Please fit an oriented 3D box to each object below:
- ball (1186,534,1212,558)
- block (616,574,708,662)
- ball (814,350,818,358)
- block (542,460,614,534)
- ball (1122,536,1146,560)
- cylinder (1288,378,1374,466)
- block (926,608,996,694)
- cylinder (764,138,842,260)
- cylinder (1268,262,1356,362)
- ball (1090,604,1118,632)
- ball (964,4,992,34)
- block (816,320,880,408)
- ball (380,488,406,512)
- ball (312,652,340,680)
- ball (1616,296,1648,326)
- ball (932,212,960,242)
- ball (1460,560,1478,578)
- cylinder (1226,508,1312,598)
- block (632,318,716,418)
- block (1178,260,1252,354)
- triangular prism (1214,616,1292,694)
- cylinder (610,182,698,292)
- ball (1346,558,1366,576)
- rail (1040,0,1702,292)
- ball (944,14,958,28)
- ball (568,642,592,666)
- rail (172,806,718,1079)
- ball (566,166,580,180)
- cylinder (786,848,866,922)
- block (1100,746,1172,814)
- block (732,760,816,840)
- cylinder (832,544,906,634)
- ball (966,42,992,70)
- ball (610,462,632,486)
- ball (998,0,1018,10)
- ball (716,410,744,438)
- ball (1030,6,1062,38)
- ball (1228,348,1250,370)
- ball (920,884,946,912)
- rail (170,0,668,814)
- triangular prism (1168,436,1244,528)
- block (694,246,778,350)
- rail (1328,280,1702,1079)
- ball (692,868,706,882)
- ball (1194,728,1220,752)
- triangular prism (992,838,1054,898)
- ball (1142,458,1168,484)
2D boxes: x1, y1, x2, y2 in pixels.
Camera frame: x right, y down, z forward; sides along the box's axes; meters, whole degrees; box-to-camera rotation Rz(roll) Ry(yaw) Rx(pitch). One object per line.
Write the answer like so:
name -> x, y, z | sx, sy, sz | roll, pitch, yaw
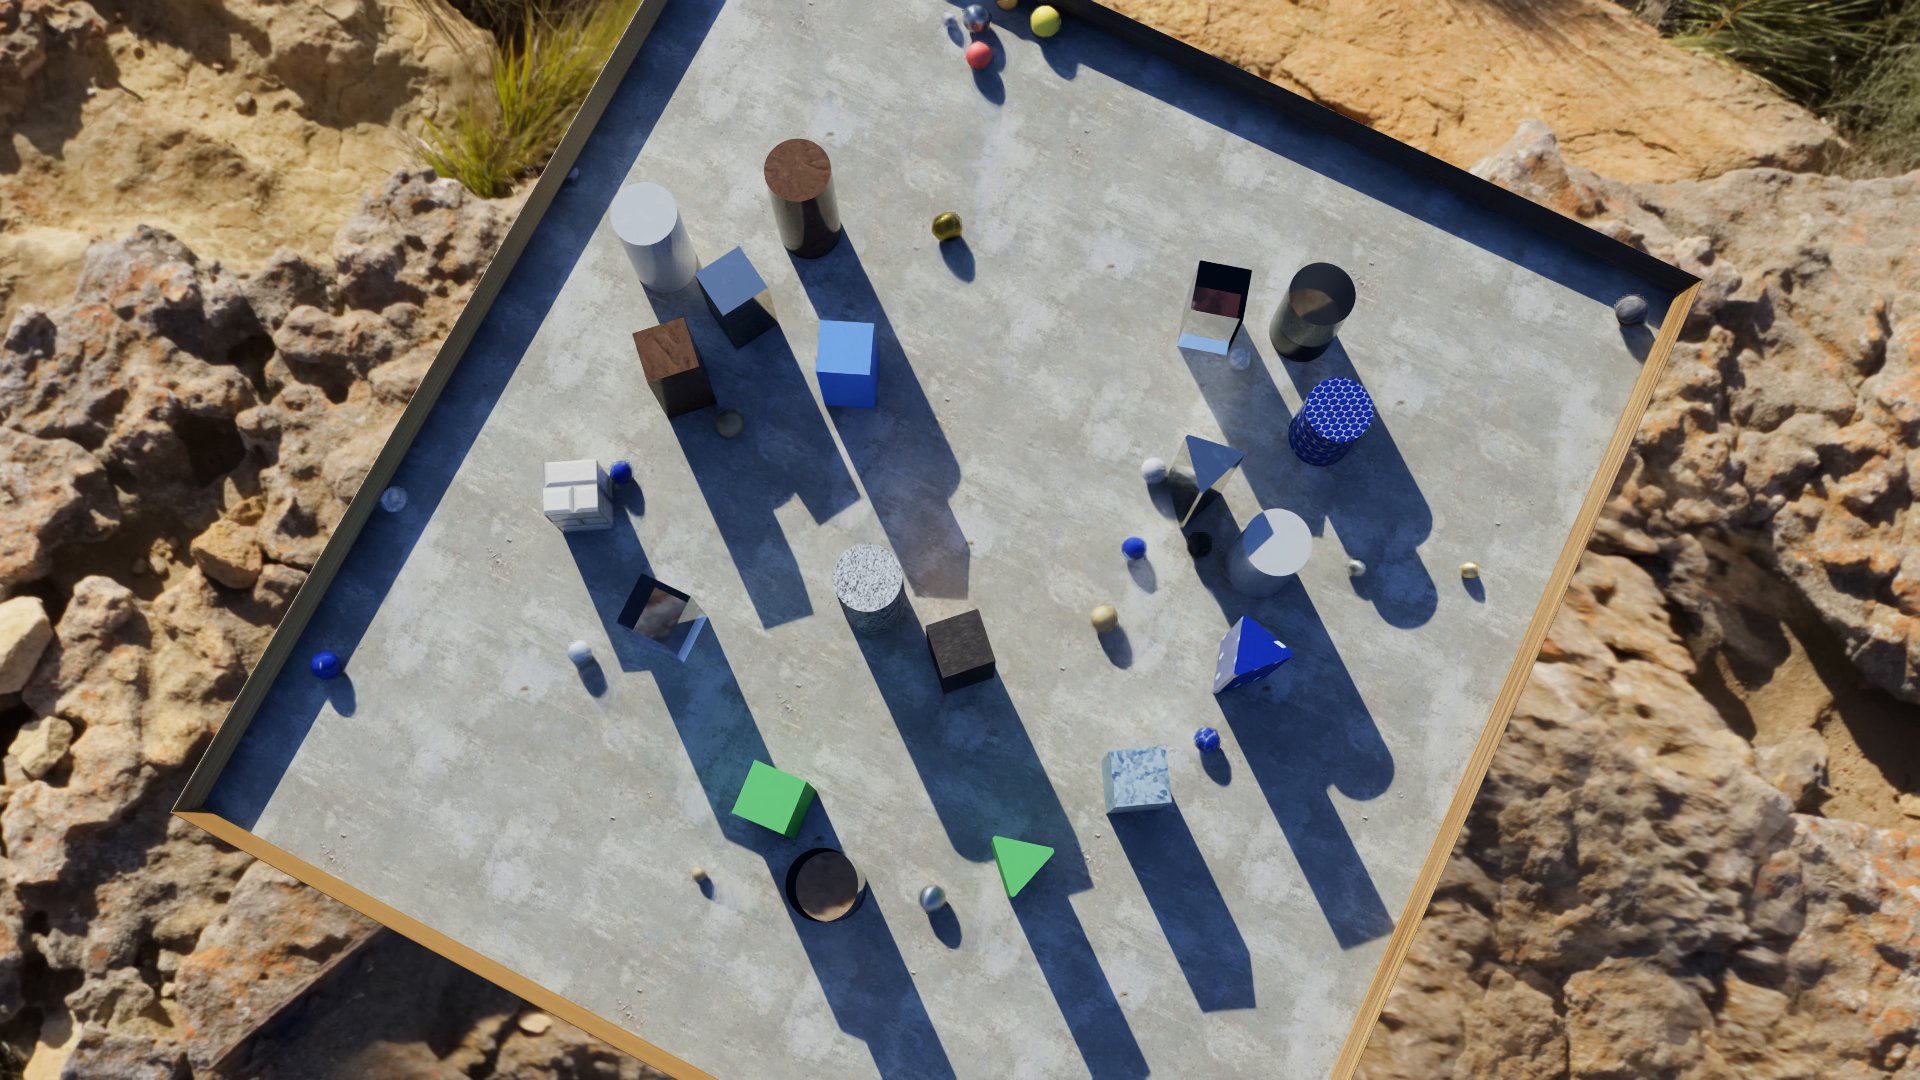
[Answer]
ball -> 0.729, 0.018, 5.573 | 0.077, 0.077, 0.077 | 0, 78, 0
block -> -0.872, 0.232, 5.389 | 0.158, 0.351, 0.158 | 25, 79, 5
ball -> -0.432, -0.574, 5.713 | 0.043, 0.043, 0.043 | 0, 78, 0
block -> -1.146, -0.130, 5.513 | 0.158, 0.256, 0.158 | -4, 78, -1
ball -> 0.527, 0.027, 5.574 | 0.073, 0.073, 0.073 | 0, 78, 0
cylinder -> 1.116, -0.354, 5.536 | 0.197, 0.302, 0.197 | 0, 78, 0
block -> 0.002, 0.329, 5.360 | 0.158, 0.369, 0.158 | -18, 79, -4
cylinder -> -0.475, -1.034, 5.588 | 0.197, 0.474, 0.197 | 0, 78, 0
cylinder -> 1.069, -0.689, 5.577 | 0.197, 0.357, 0.197 | 0, 78, 0
ball -> 0.436, 0.236, 5.525 | 0.083, 0.083, 0.083 | 0, 78, 0
ball -> 0.056, -1.684, 5.919 | 0.091, 0.091, 0.091 | 0, 78, 0
block -> -0.337, -0.528, 5.543 | 0.158, 0.358, 0.158 | 4, 78, 1
ball -> -1.733, -0.122, 5.603 | 0.075, 0.075, 0.075 | 0, 78, 0
ball -> -1.901, 0.378, 5.496 | 0.083, 0.083, 0.083 | 0, 78, 0
ball -> 2.094, -0.713, 5.715 | 0.096, 0.096, 0.096 | 0, 78, 0
ball -> -0.043, -0.984, 5.773 | 0.092, 0.092, 0.092 | 0, 78, 0
ball -> 1.547, 0.090, 5.570 | 0.055, 0.055, 0.055 | 0, 78, 0
cylinder -> 0.910, 0.043, 5.422 | 0.197, 0.363, 0.197 | 0, 78, 0
block -> -0.856, -0.513, 5.522 | 0.158, 0.393, 0.158 | -18, 79, -4
block -> 0.773, -0.704, 5.586 | 0.158, 0.346, 0.158 | 11, 79, 2
triangular prism -> 0.820, 0.323, 5.322 | 0.171, 0.446, 0.148 | -19, 79, -4
cylinder -> -0.930, -0.917, 5.594 | 0.197, 0.417, 0.197 | 0, 78, 0
ball -> 1.203, 0.082, 5.570 | 0.058, 0.058, 0.058 | 0, 78, 0
rail -> 0.774, -1.509, 5.862 | 3.374, 0.128, 0.045 | 26, 80, 5
ball -> -0.031, -1.684, 5.942 | 0.046, 0.046, 0.046 | 0, 78, 0
ball -> -1.142, 0.341, 5.510 | 0.072, 0.072, 0.072 | 0, 78, 0
rail -> -0.774, 1.523, 5.235 | 3.374, 0.128, 0.045 | 26, 80, 5
ball -> -1.234, -1.168, 5.837 | 0.041, 0.041, 0.041 | 0, 78, 0
cylinder -> -0.373, 0.978, 5.176 | 0.197, 0.466, 0.197 | 0, 78, 0
block -> 0.506, 0.696, 5.299 | 0.158, 0.340, 0.158 | -5, 78, -1
block -> -0.531, 0.752, 5.277 | 0.158, 0.361, 0.158 | 22, 79, 4
cylinder -> -0.262, 0.147, 5.379 | 0.197, 0.406, 0.197 | 0, 78, 0
ball -> 0.061, -1.558, 5.896 | 0.084, 0.084, 0.084 | 0, 78, 0
ball -> -1.040, -0.203, 5.624 | 0.069, 0.069, 0.069 | 0, 78, 0
ball -> 0.155, -1.755, 5.944 | 0.069, 0.069, 0.069 | 0, 78, 0
ball -> -0.709, -0.360, 5.647 | 0.086, 0.086, 0.086 | 0, 78, 0
ball -> 0.277, -1.672, 5.912 | 0.099, 0.099, 0.099 | 0, 78, 0
ball -> 0.870, -0.561, 5.699 | 0.067, 0.067, 0.067 | 0, 78, 0
ball -> -0.080, 1.048, 5.359 | 0.080, 0.080, 0.080 | 0, 78, 0
rail -> -1.488, -0.722, 5.699 | 0.045, 0.128, 3.509 | 26, 80, 5
triangular prism -> 0.691, -0.193, 5.409 | 0.171, 0.484, 0.148 | -42, 81, -8
block -> -0.679, -0.735, 5.598 | 0.158, 0.334, 0.158 | -34, 80, -7
rail -> 1.488, 0.735, 5.398 | 0.045, 0.128, 3.509 | 26, 80, 5
ball -> -0.766, 0.984, 5.392 | 0.041, 0.041, 0.041 | 0, 78, 0
ball -> 0.734, 0.595, 5.454 | 0.077, 0.077, 0.077 | 0, 78, 0
triangular prism -> 0.147, 0.907, 5.242 | 0.148, 0.366, 0.171 | 42, 81, 8
ball -> 0.595, -0.211, 5.620 | 0.079, 0.079, 0.079 | 0, 78, 0
